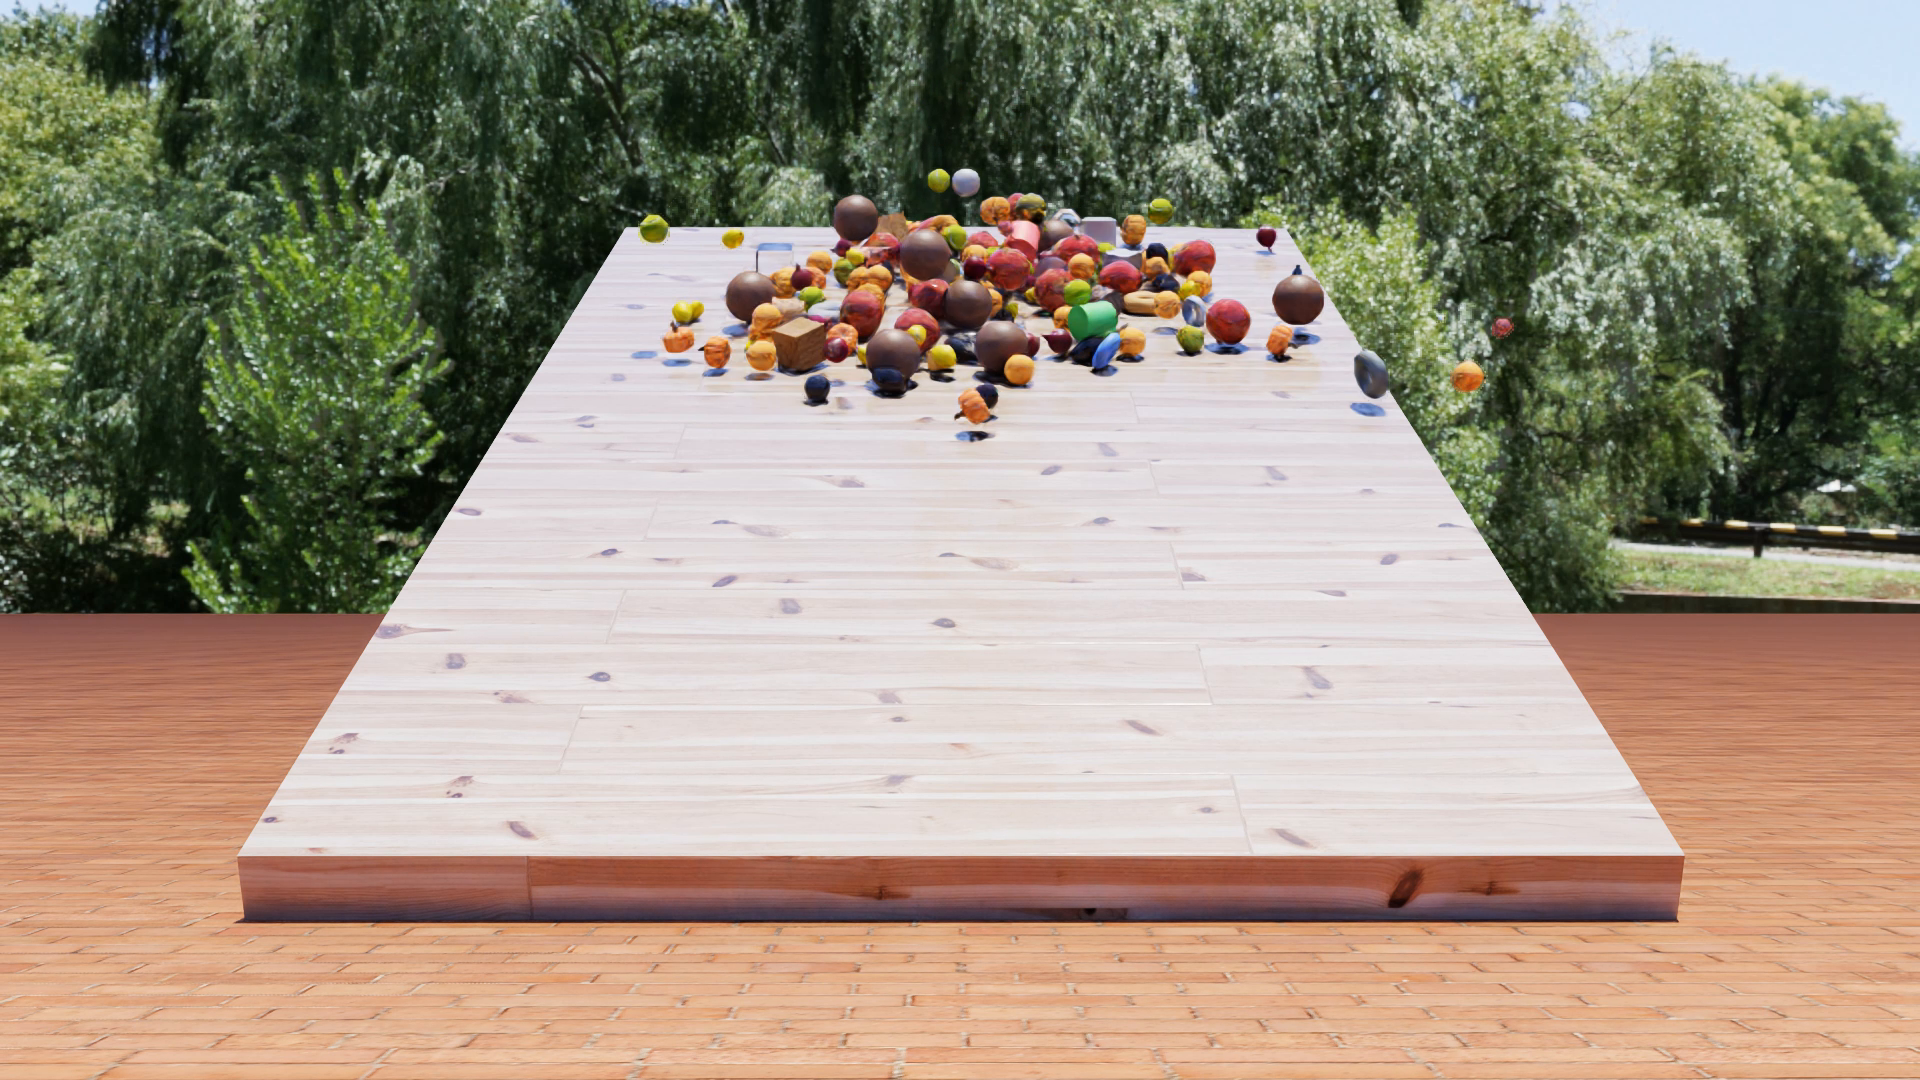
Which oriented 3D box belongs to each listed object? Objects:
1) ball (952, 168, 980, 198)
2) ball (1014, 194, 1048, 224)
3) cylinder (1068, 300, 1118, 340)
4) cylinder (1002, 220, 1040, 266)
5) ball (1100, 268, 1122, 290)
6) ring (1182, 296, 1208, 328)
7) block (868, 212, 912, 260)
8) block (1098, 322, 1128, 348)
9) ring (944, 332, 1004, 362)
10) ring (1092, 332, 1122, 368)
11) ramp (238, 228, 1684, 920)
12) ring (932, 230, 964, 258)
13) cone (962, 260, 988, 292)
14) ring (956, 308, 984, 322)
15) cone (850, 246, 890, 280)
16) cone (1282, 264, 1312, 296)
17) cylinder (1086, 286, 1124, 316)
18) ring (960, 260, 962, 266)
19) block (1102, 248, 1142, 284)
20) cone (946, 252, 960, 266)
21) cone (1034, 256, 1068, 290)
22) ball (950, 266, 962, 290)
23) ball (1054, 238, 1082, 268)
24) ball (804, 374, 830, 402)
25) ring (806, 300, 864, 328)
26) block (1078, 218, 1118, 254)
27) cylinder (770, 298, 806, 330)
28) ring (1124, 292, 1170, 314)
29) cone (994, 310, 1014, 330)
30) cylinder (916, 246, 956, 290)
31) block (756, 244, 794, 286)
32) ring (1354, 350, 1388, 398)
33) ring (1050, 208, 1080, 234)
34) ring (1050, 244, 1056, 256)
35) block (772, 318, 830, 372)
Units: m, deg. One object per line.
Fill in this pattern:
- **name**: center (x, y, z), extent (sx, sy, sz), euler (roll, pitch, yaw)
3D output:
- **ball**: center (0.018, -1.057, 6.715), extent (0.085, 0.085, 0.085), euler (0, -2, 0)
- **ball**: center (0.200, -0.930, 6.396), extent (0.091, 0.091, 0.091), euler (0, -2, 0)
- **cylinder**: center (0.322, -0.533, 5.517), extent (0.086, 0.086, 0.086), euler (-12, 5, -32)
- **cylinder**: center (0.170, -0.820, 6.279), extent (0.093, 0.093, 0.093), euler (0, 42, 11)
- **ball**: center (0.409, -0.704, 6.142), extent (0.059, 0.059, 0.059), euler (0, -2, 0)
- **ring**: center (0.594, -0.577, 5.756), extent (0.029, 0.086, 0.086), euler (-17, 7, -29)
- **block**: center (-0.200, -0.860, 6.440), extent (0.096, 0.096, 0.096), euler (-13, -12, -12)
- **block**: center (0.379, -0.508, 5.615), extent (0.054, 0.054, 0.054), euler (12, 27, 30)
- **ring**: center (0.032, -0.469, 5.519), extent (0.147, 0.049, 0.147), euler (0, 22, 0)
- **ring**: center (0.349, -0.451, 5.414), extent (0.032, 0.097, 0.097), euler (35, 5, 9)
- **ramp**: center (-0.005, -0.209, 5.029), extent (2.000, 0.100, 4.000), euler (0, 20, 0)
- **ring**: center (-0.033, -0.832, 6.388), extent (0.098, 0.033, 0.098), euler (23, -30, 14)
- **cone**: center (0.021, -0.721, 6.090), extent (0.078, 0.078, 0.078), euler (-24, -20, -9)
- **ring**: center (0.024, -0.582, 5.861), extent (0.075, 0.025, 0.075), euler (0, 20, 0)
- **cone**: center (-0.230, -0.767, 6.113), extent (0.099, 0.099, 0.099), euler (-27, -6, 8)
- **cone**: center (0.909, -0.707, 6.123), extent (0.081, 0.081, 0.081), euler (0, 20, 0)
- **cylinder**: center (0.376, -0.618, 5.890), extent (0.073, 0.073, 0.073), euler (1, 17, -35)
- **ring**: center (-0.036, -0.773, 6.375), extent (0.087, 0.029, 0.087), euler (1, 21, 0)
- **block**: center (0.445, -0.754, 6.254), extent (0.077, 0.077, 0.077), euler (17, 26, 38)
- **cone**: center (-0.043, -0.784, 6.300), extent (0.071, 0.071, 0.071), euler (-1, -34, 19)
- **cone**: center (0.239, -0.722, 6.043), extent (0.090, 0.090, 0.090), euler (0, 21, -2)
- **ball**: center (-0.003, -0.711, 6.152), extent (0.065, 0.065, 0.065), euler (0, -2, 0)
- **ball**: center (0.296, -0.790, 6.239), extent (0.081, 0.081, 0.081), euler (0, -2, 0)
- **ball**: center (-0.325, -0.346, 5.169), extent (0.060, 0.060, 0.060), euler (0, -2, 0)
- **ring**: center (-0.320, -0.576, 5.811), extent (0.146, 0.049, 0.146), euler (-1, 20, 0)
- **block**: center (0.397, -0.878, 6.547), extent (0.095, 0.095, 0.095), euler (-2, 13, -6)
- **cylinder**: center (-0.434, -0.565, 5.711), extent (0.082, 0.082, 0.082), euler (5, -2, -2)
- **ring**: center (0.486, -0.620, 5.943), extent (0.125, 0.042, 0.125), euler (1, 19, 0)
- **cone**: center (0.117, -0.556, 5.791), extent (0.053, 0.053, 0.053), euler (0, -7, 14)
- **cylinder**: center (-0.063, -0.714, 5.941), extent (0.087, 0.087, 0.087), euler (0, 27, -16)
- **block**: center (-0.507, -0.756, 6.229), extent (0.095, 0.095, 0.095), euler (1, 20, 1)
- **ring**: center (0.927, -0.374, 5.119), extent (0.038, 0.115, 0.115), euler (-21, 4, -15)
- **ring**: center (0.301, -0.907, 6.463), extent (0.087, 0.029, 0.087), euler (-4, -41, -4)
- **ring**: center (0.273, -0.777, 6.303), extent (0.029, 0.087, 0.087), euler (-8, -5, 23)
- **block**: center (-0.380, -0.469, 5.436), extent (0.090, 0.090, 0.090), euler (19, 39, 42)
